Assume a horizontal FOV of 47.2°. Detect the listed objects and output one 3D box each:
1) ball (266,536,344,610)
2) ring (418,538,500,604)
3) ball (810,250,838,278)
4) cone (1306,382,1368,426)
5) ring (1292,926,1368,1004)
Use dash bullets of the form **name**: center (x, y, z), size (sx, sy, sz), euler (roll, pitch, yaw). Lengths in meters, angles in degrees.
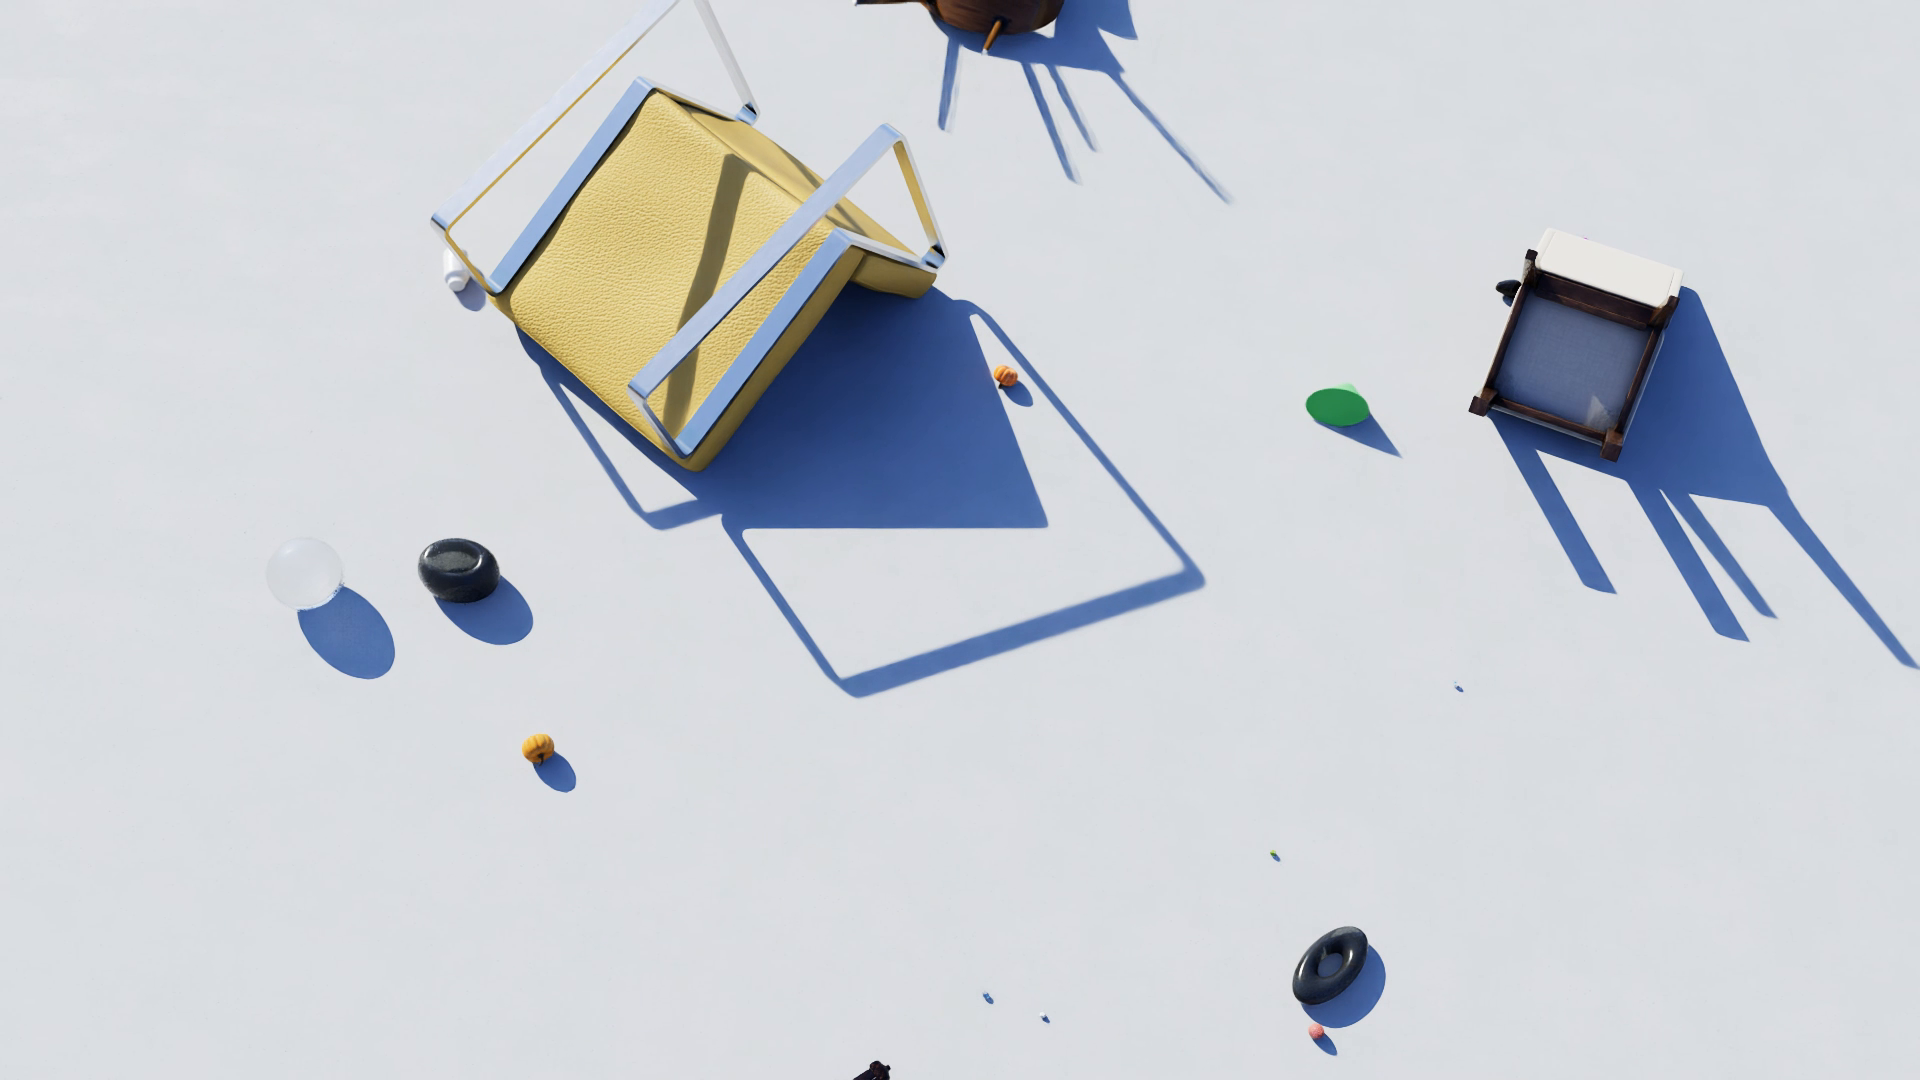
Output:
- **ball**: center (-1.901, 0.097, 6.380), size (0.213, 0.213, 0.213), euler (0, 56, 0)
- **ring**: center (-1.468, 0.089, 6.440), size (0.244, 0.127, 0.186), euler (10, 55, 5)
- **ball**: center (-0.439, -0.895, 7.118), size (0.093, 0.093, 0.093), euler (0, 56, 0)
- **cone**: center (1.190, -0.454, 6.841), size (0.197, 0.131, 0.174), euler (6, 33, 20)
- **ring**: center (0.974, 1.119, 5.786), size (0.144, 0.062, 0.270), euler (38, 63, 24)
